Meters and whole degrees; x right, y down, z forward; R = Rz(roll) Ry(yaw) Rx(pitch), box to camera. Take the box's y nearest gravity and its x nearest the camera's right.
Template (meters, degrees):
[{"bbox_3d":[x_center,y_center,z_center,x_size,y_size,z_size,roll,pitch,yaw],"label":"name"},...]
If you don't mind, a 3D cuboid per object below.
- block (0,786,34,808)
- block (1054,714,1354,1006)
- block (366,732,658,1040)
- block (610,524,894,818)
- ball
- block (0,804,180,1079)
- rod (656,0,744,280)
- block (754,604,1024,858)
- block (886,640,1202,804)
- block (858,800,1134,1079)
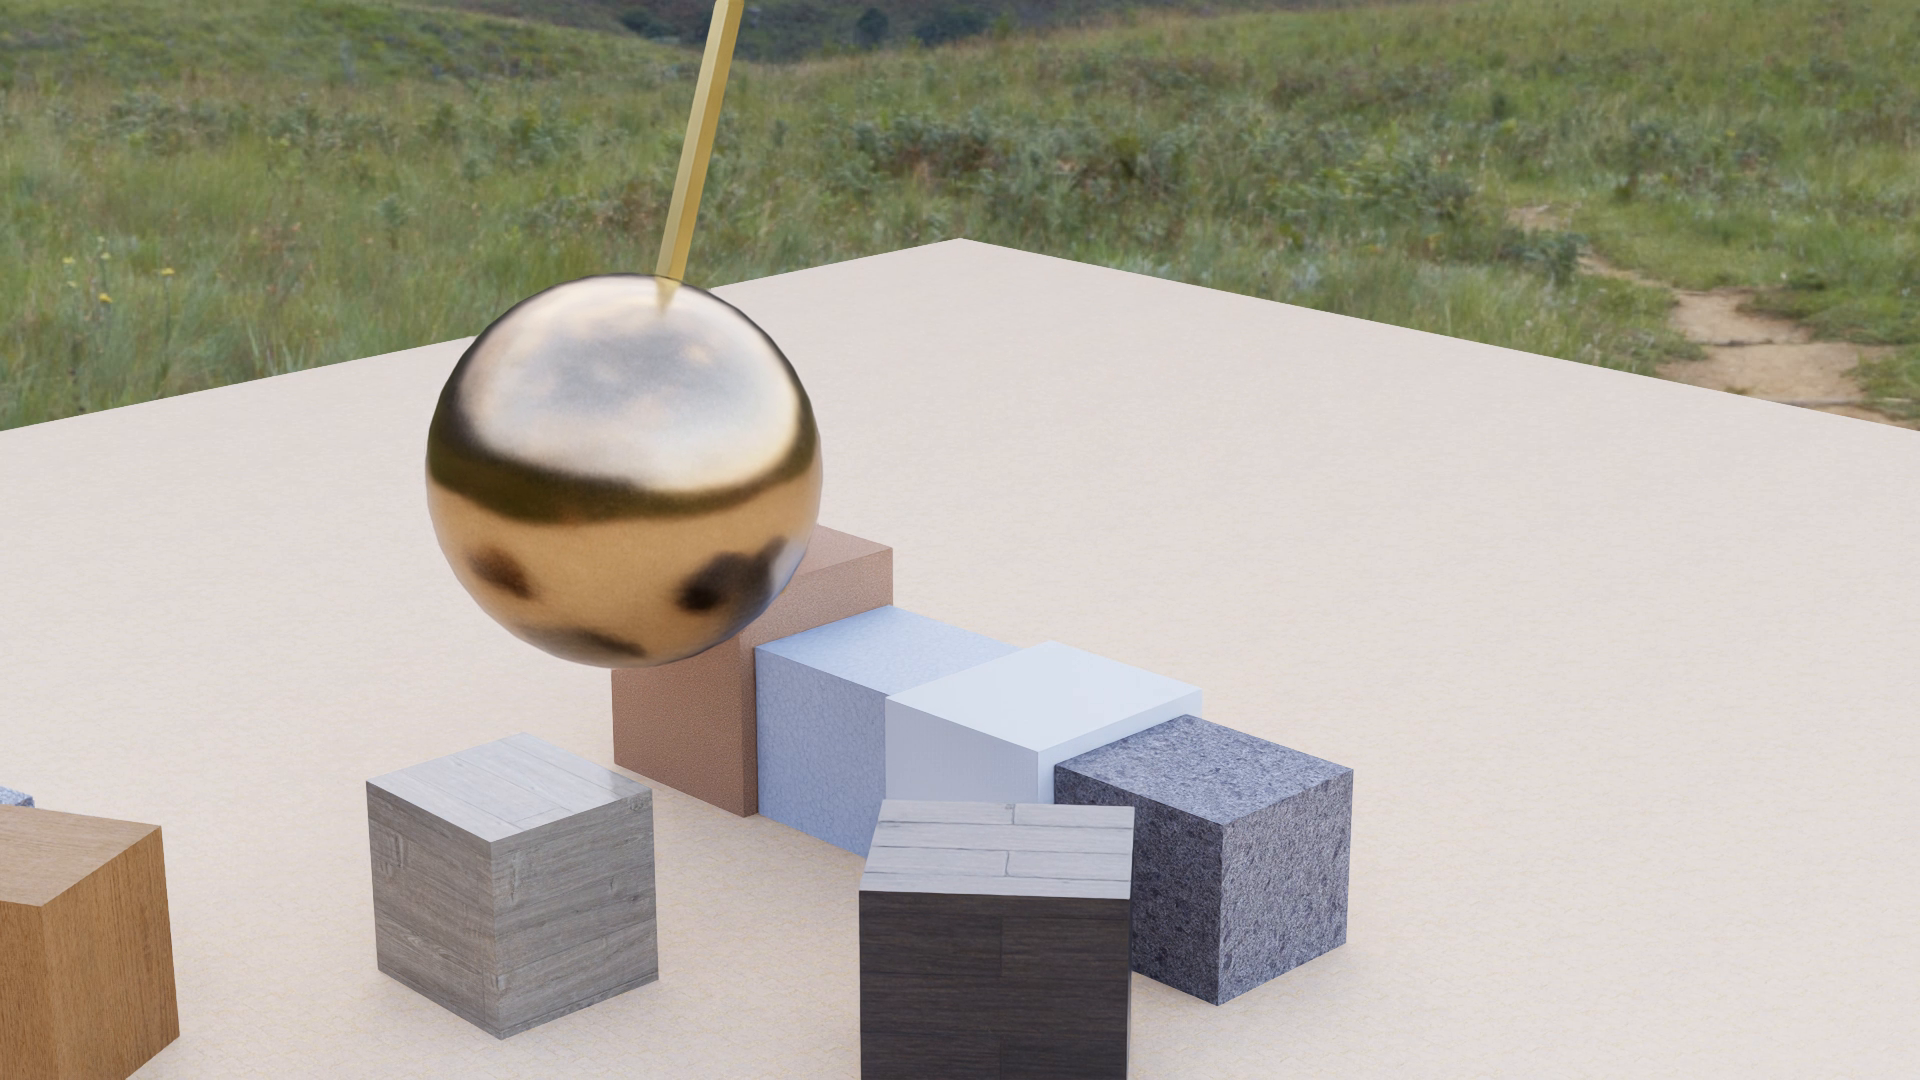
[{"bbox_3d":[-4.461,1.429,12.809,0.587,0.593,0.607,11,21,32],"label":"block"},{"bbox_3d":[1.044,1.358,12.667,0.863,0.813,0.940,-17,24,-42],"label":"block"},{"bbox_3d":[-1.880,1.432,12.334,0.809,0.871,0.902,-16,23,-41],"label":"block"},{"bbox_3d":[-1.036,0.581,14.595,1.002,1.140,0.994,-17,24,-42],"label":"block"},{"bbox_3d":[-1.351,-0.279,11.838,1.600,1.600,1.600,0,17,0],"label":"ball"},{"bbox_3d":[-3.670,1.655,11.536,0.783,0.925,0.808,5,18,17],"label":"block"},{"bbox_3d":[-0.585,-3.583,11.602,0.080,5.200,0.080,17,5,42],"label":"rod"},{"bbox_3d":[-0.306,0.926,13.973,1.002,0.855,0.879,17,24,42],"label":"block"},{"bbox_3d":[0.380,1.115,13.304,0.937,0.896,1.088,16,24,42],"label":"block"},{"bbox_3d":[0.160,1.650,11.470,1.010,0.973,0.888,1,17,4],"label":"block"}]
